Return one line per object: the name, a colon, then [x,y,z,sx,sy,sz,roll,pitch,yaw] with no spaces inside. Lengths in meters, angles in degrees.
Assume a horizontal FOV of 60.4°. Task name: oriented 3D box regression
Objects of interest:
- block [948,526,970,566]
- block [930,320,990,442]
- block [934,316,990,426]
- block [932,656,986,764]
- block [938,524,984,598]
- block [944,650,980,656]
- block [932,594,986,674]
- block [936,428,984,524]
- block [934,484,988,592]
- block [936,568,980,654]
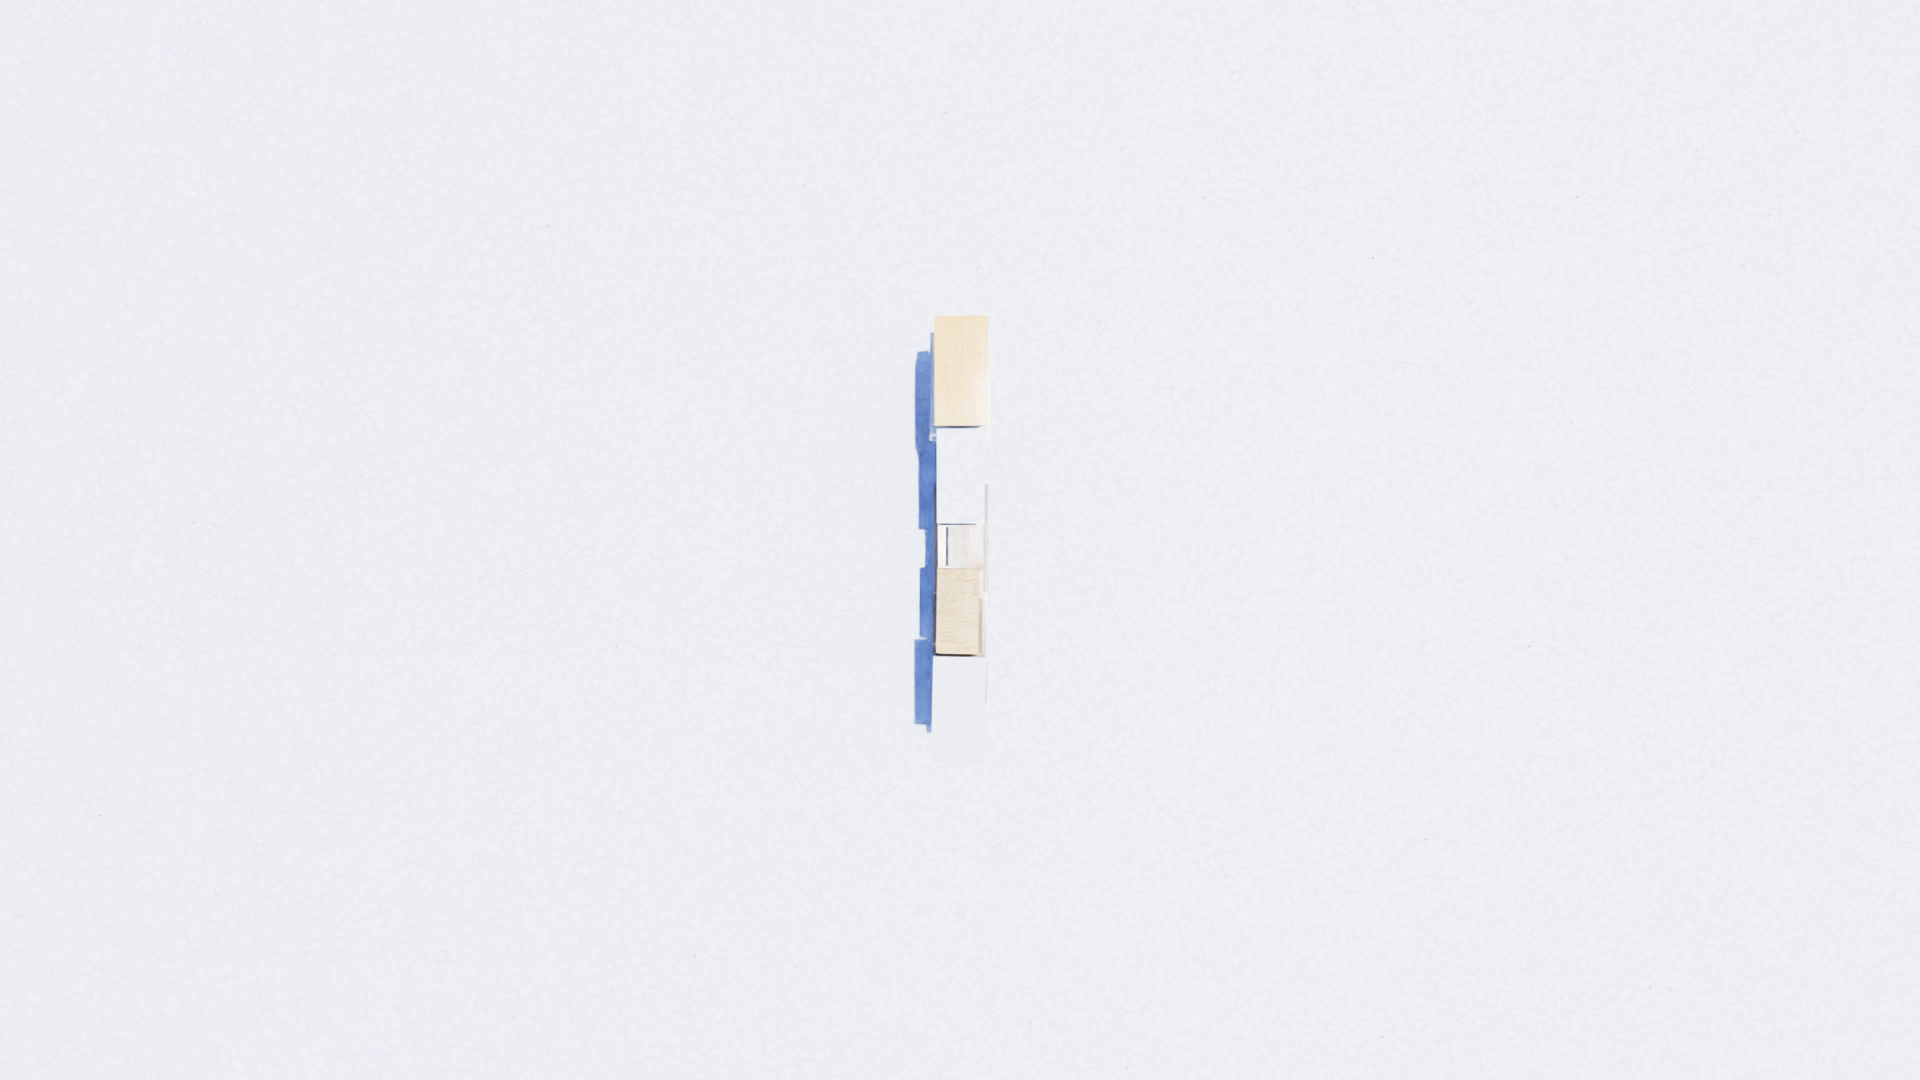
block: [-0.003,0.017,4.688,0.058,0.016,0.116,0,90,0]
block: [0.000,-0.463,4.815,0.174,0.049,0.347,0,90,0]
block: [0.005,-0.458,4.473,0.148,0.042,0.296,0,90,0]
block: [-0.004,0.463,4.522,0.144,0.041,0.288,1,90,0]
block: [0.002,0.037,4.831,0.132,0.037,0.265,0,90,0]
block: [0.003,0.277,4.894,0.104,0.029,0.207,-1,90,0]
block: [-0.001,0.337,5.140,0.168,0.048,0.337,0,90,0]
block: [0.002,-0.175,4.535,0.130,0.037,0.259,0,90,0]
block: [0.004,-0.005,5.139,0.169,0.048,0.338,0,90,0]
block: [-0.006,0.197,4.563,0.117,0.033,0.233,1,90,0]
